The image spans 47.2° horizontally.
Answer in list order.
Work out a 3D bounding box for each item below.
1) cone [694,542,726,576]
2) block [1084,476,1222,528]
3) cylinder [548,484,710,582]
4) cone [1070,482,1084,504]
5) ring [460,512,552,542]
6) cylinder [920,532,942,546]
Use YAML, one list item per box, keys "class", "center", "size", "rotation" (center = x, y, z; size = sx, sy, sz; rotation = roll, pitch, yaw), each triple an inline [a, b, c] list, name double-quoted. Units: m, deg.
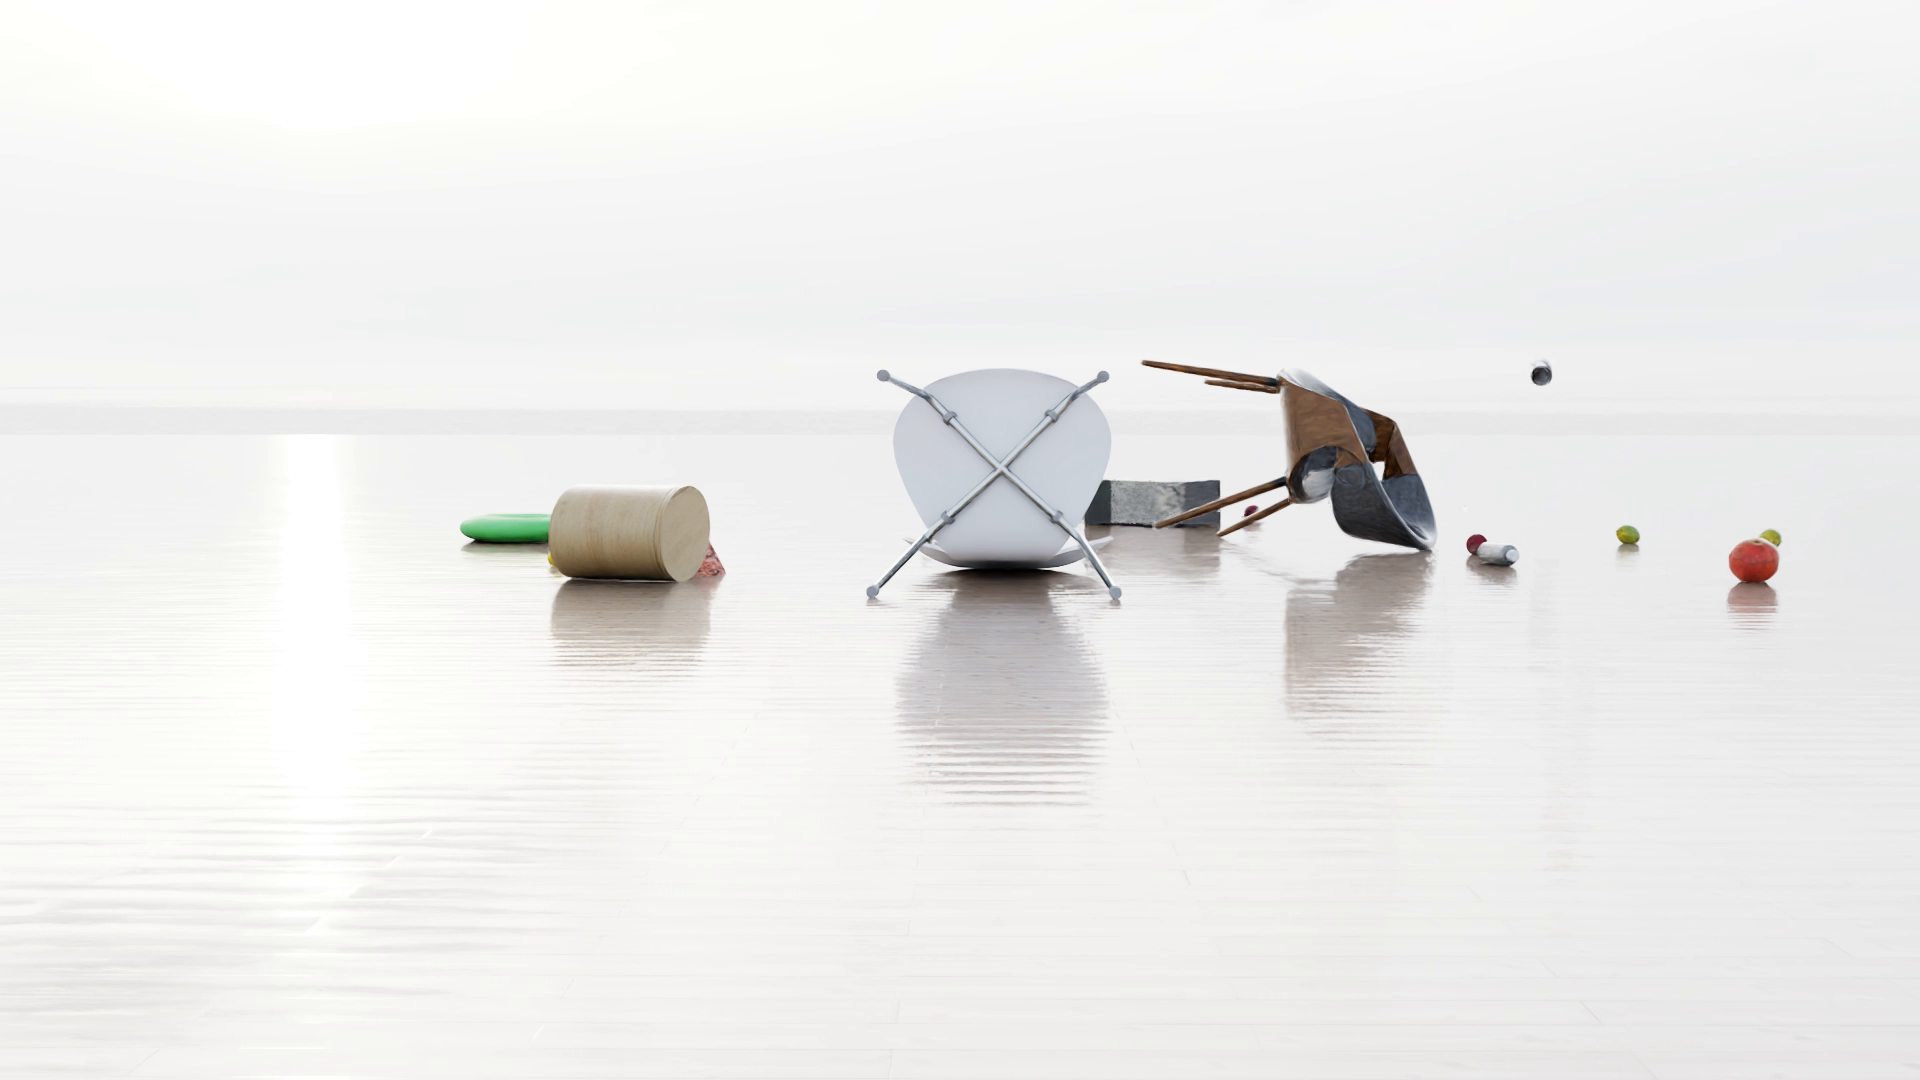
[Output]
- class: "cone"
  center: [-0.673, -0.020, 5.353]
  size: [0.206, 0.203, 0.212]
  rotation: [-2, 5, -32]
- class: "block"
  center: [0.639, -0.126, 7.278]
  size: [0.357, 0.150, 0.275]
  rotation: [3, 5, 38]
- class: "cylinder"
  center: [-0.778, -0.019, 5.194]
  size: [0.290, 0.221, 0.262]
  rotation: [1, 19, 20]
- class: "cone"
  center: [0.504, -0.158, 8.509]
  size: [0.168, 0.114, 0.074]
  rotation: [-4, 40, 19]
- class: "ring"
  center: [-1.301, -0.038, 6.585]
  size: [0.384, 0.072, 0.446]
  rotation: [0, 3, -4]
- class: "cylinder"
  center: [-0.083, -0.003, 6.282]
  size: [0.040, 0.043, 0.044]
  rotation: [-4, 21, -43]
